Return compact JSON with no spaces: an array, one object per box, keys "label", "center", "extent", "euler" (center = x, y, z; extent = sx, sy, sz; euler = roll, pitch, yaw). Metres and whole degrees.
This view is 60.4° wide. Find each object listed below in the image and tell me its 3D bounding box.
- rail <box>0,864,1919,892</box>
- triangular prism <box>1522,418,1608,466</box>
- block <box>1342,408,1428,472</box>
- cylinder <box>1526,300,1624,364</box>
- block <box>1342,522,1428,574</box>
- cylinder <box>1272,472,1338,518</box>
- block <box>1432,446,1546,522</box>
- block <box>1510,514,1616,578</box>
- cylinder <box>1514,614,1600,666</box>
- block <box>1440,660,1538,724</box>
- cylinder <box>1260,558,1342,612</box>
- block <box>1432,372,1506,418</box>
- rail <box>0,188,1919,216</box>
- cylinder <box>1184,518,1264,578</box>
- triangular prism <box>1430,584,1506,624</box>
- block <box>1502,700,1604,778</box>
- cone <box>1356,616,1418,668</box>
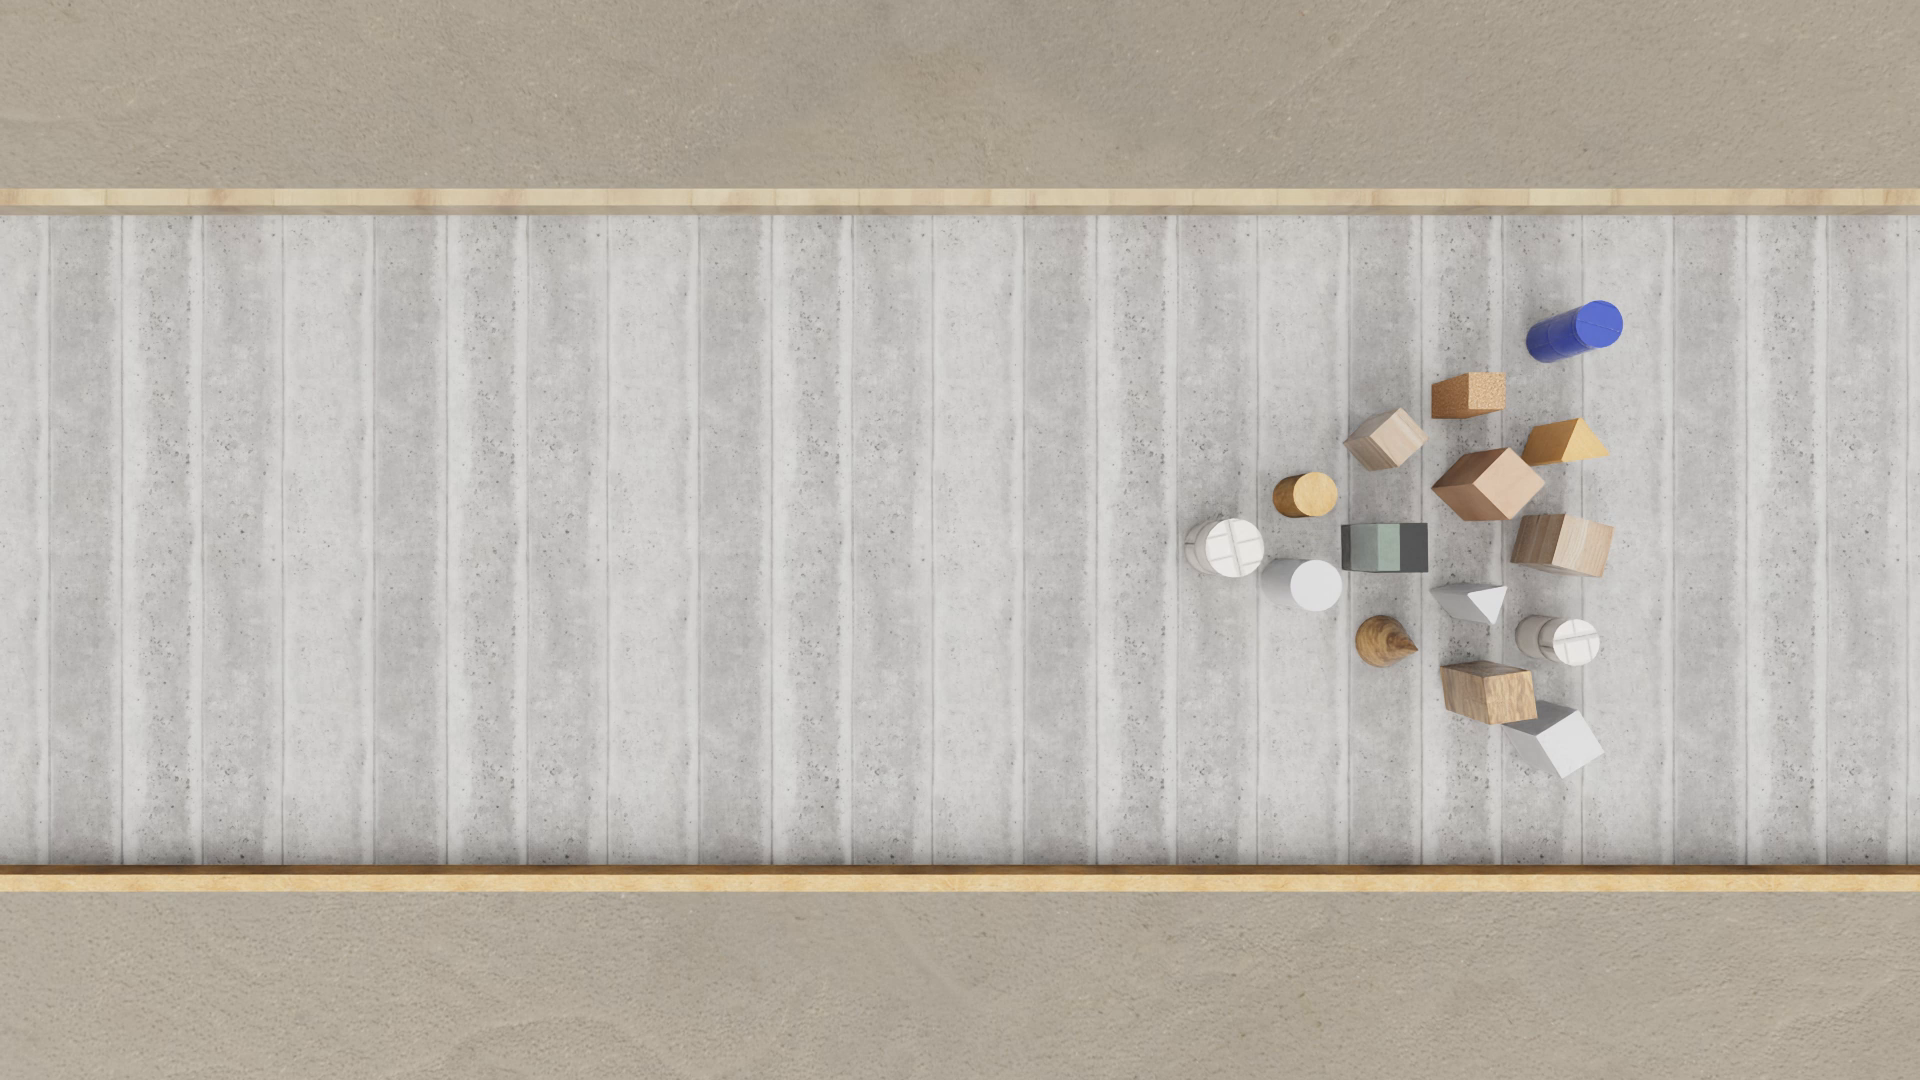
[{"label":"rail","center":[-2.247,1.025,5.001],"extent":[12.000,0.150,0.050],"euler":[0,90,0]},{"label":"triangular prism","center":[1.777,-0.292,4.890],"extent":[0.135,0.373,0.117],"euler":[-8,90,0]},{"label":"block","center":[1.262,-0.295,4.903],"extent":[0.121,0.346,0.121],"euler":[-43,90,0]},{"label":"cylinder","center":[1.809,-0.611,4.871],"extent":[0.134,0.411,0.134],"euler":[0,90,0]},{"label":"block","center":[1.244,0.022,4.853],"extent":[0.140,0.447,0.140],"euler":[-1,90,0]},{"label":"cylinder","center":[1.026,-0.132,4.919],"extent":[0.128,0.314,0.128],"euler":[0,90,0]},{"label":"block","center":[1.551,-0.160,4.867],"extent":[0.146,0.420,0.146],"euler":[44,90,0]},{"label":"block","center":[1.784,0.017,4.897],"extent":[0.149,0.360,0.149],"euler":[15,90,0]},{"label":"cylinder","center":[1.775,0.296,4.913],"extent":[0.134,0.328,0.134],"euler":[0,90,0]},{"label":"block","center":[1.553,0.445,4.865],"extent":[0.135,0.423,0.135],"euler":[-8,90,0]},{"label":"cylinder","center":[0.998,0.128,4.849],"extent":[0.144,0.456,0.144],"euler":[0,90,0]},{"label":"block","center":[1.503,-0.426,4.890],"extent":[0.104,0.373,0.104],"euler":[0,90,0]},{"label":"rail","center":[-2.247,-1.025,5.002],"extent":[12.000,0.150,0.050],"euler":[0,90,0]},{"label":"cylinder","center":[0.773,0.022,4.858],"extent":[0.166,0.436,0.166],"euler":[0,90,0]},{"label":"triangular prism","center":[1.519,0.165,4.885],"extent":[0.097,0.384,0.113],"euler":[-41,90,0]},{"label":"block","center":[1.764,0.590,4.922],"extent":[0.145,0.309,0.145],"euler":[-32,90,0]},{"label":"cone","center":[1.297,0.312,4.870],"extent":[0.162,0.413,0.162],"euler":[0,90,0]}]
